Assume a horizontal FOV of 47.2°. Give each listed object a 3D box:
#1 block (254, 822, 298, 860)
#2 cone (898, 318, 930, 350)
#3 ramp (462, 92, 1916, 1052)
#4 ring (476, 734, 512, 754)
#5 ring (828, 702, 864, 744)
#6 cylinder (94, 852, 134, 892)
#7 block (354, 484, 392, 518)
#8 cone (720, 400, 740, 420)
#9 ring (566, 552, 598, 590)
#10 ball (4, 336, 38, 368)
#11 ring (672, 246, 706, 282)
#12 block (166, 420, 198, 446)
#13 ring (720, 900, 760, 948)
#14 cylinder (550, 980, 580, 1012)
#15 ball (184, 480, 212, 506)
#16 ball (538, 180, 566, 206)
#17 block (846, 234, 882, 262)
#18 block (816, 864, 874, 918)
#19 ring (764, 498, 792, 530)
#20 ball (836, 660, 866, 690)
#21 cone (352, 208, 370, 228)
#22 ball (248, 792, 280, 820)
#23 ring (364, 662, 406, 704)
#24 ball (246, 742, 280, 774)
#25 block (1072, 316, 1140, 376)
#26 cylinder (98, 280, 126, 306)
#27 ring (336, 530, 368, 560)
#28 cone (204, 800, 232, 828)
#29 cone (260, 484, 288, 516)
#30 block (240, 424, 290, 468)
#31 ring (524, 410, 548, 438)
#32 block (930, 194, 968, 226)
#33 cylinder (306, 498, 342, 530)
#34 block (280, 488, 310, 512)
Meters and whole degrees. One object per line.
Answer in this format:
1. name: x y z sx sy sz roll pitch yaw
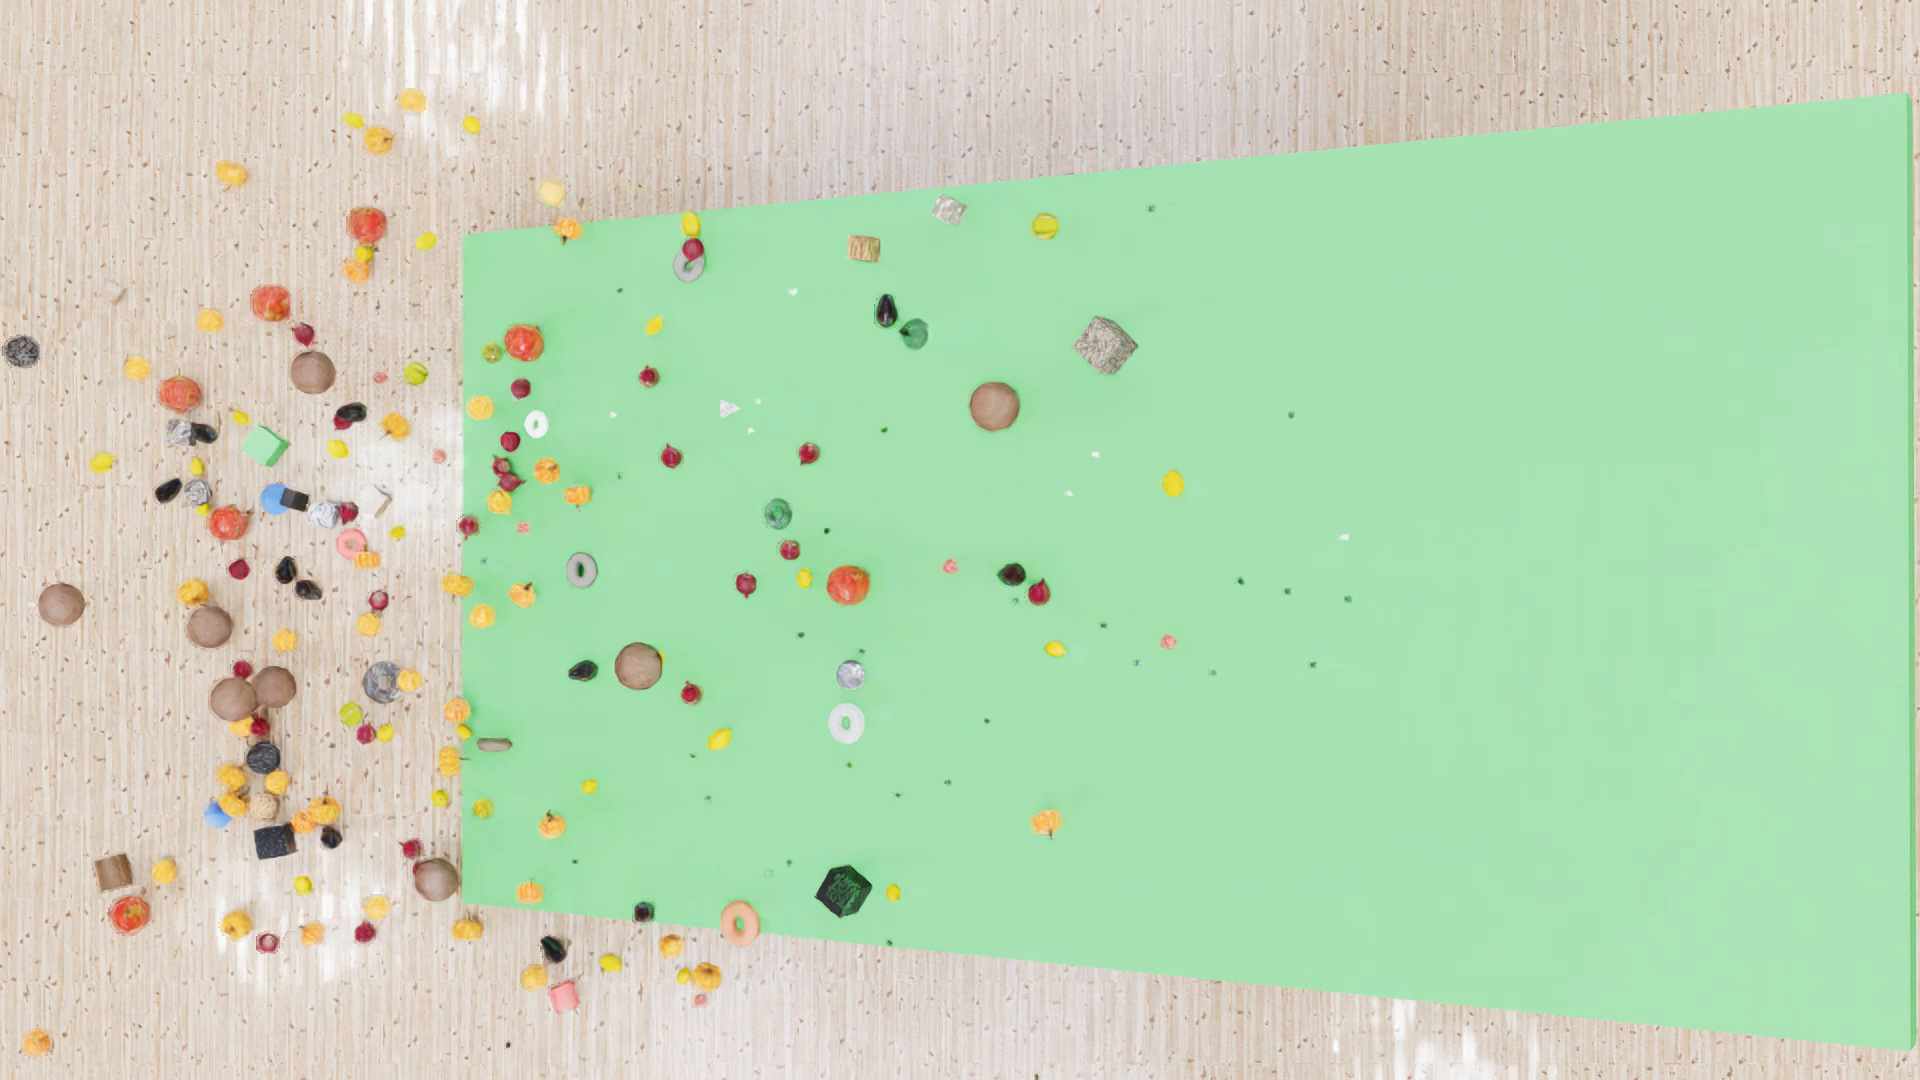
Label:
1. block: -2.059 0.905 6.614 0.091 0.091 0.091 -10 89 0
2. cone: -0.138 -0.544 5.762 0.085 0.085 0.085 0 89 30
3. ramp: 0.270 0.075 5.628 4.000 0.100 2.000 0 89 30
4. ring: -1.359 0.596 6.413 0.106 0.106 0.035 11 105 0
5. ring: -0.303 0.489 5.874 0.110 0.037 0.110 -1 88 31
6. cylinder: -2.544 0.997 6.610 0.093 0.093 0.093 -15 89 0
7. block: -1.769 -0.117 6.631 0.071 0.071 0.071 36 85 0
8. cone: -0.631 -0.362 6.078 0.056 0.056 0.056 -5 89 3
9. ring: -1.090 0.089 6.332 0.106 0.035 0.106 0 90 29
10. ball: -2.827 -0.567 6.627 0.093 0.093 0.093 0 89 0
11. ring: -0.757 -0.772 6.148 0.106 0.035 0.106 -3 85 31
12. block: -2.347 -0.322 6.637 0.069 0.069 0.069 7 89 0
13. ring: -0.604 1.055 6.038 0.128 0.043 0.128 2 94 32
14. cylinder: -1.189 1.372 6.617 0.071 0.071 0.071 -19 90 0
15. ball: -2.290 -0.143 6.610 0.079 0.079 0.079 0 89 0
16. ball: -1.200 -1.019 6.467 0.077 0.077 0.077 0 89 0
17. block: -0.256 -0.774 5.844 0.064 0.064 0.064 8 94 30
18. block: -0.307 0.932 5.840 0.092 0.092 0.092 37 107 25
19. ring: -0.496 -0.071 5.995 0.088 0.029 0.088 0 91 30
20. ball: -0.289 0.360 5.842 0.081 0.081 0.081 0 89 0
21. cone: -1.829 -0.986 6.665 0.057 0.057 0.057 -37 64 0
22. ball: -2.095 0.800 6.616 0.089 0.089 0.089 0 89 0
23. ring: -1.739 0.430 6.643 0.130 0.043 0.130 0 89 0
24. ball: -2.094 0.656 6.612 0.099 0.099 0.099 0 89 0
25. block: 0.361 -0.482 5.466 0.099 0.099 0.099 46 111 22
26. cylinder: -2.558 -0.746 6.635 0.059 0.059 0.059 31 92 0
27. ring: -1.840 0.013 6.653 0.093 0.031 0.093 0 90 -1
28. cone: -2.242 0.824 6.613 0.083 0.083 0.083 0 80 -2
29. cone: -2.073 -0.125 6.621 0.098 0.098 0.098 0 89 0
30. block: -2.094 -0.283 6.626 0.089 0.089 0.089 36 90 0
31. ring: -1.237 -0.339 6.425 0.081 0.027 0.081 0 91 29
32. block: -0.028 -0.858 5.717 0.058 0.058 0.058 32 105 26
33. cylinder: -1.918 -0.077 6.632 0.075 0.075 0.075 24 89 21
34. block: -2.006 -0.122 6.632 0.054 0.054 0.054 17 89 34
